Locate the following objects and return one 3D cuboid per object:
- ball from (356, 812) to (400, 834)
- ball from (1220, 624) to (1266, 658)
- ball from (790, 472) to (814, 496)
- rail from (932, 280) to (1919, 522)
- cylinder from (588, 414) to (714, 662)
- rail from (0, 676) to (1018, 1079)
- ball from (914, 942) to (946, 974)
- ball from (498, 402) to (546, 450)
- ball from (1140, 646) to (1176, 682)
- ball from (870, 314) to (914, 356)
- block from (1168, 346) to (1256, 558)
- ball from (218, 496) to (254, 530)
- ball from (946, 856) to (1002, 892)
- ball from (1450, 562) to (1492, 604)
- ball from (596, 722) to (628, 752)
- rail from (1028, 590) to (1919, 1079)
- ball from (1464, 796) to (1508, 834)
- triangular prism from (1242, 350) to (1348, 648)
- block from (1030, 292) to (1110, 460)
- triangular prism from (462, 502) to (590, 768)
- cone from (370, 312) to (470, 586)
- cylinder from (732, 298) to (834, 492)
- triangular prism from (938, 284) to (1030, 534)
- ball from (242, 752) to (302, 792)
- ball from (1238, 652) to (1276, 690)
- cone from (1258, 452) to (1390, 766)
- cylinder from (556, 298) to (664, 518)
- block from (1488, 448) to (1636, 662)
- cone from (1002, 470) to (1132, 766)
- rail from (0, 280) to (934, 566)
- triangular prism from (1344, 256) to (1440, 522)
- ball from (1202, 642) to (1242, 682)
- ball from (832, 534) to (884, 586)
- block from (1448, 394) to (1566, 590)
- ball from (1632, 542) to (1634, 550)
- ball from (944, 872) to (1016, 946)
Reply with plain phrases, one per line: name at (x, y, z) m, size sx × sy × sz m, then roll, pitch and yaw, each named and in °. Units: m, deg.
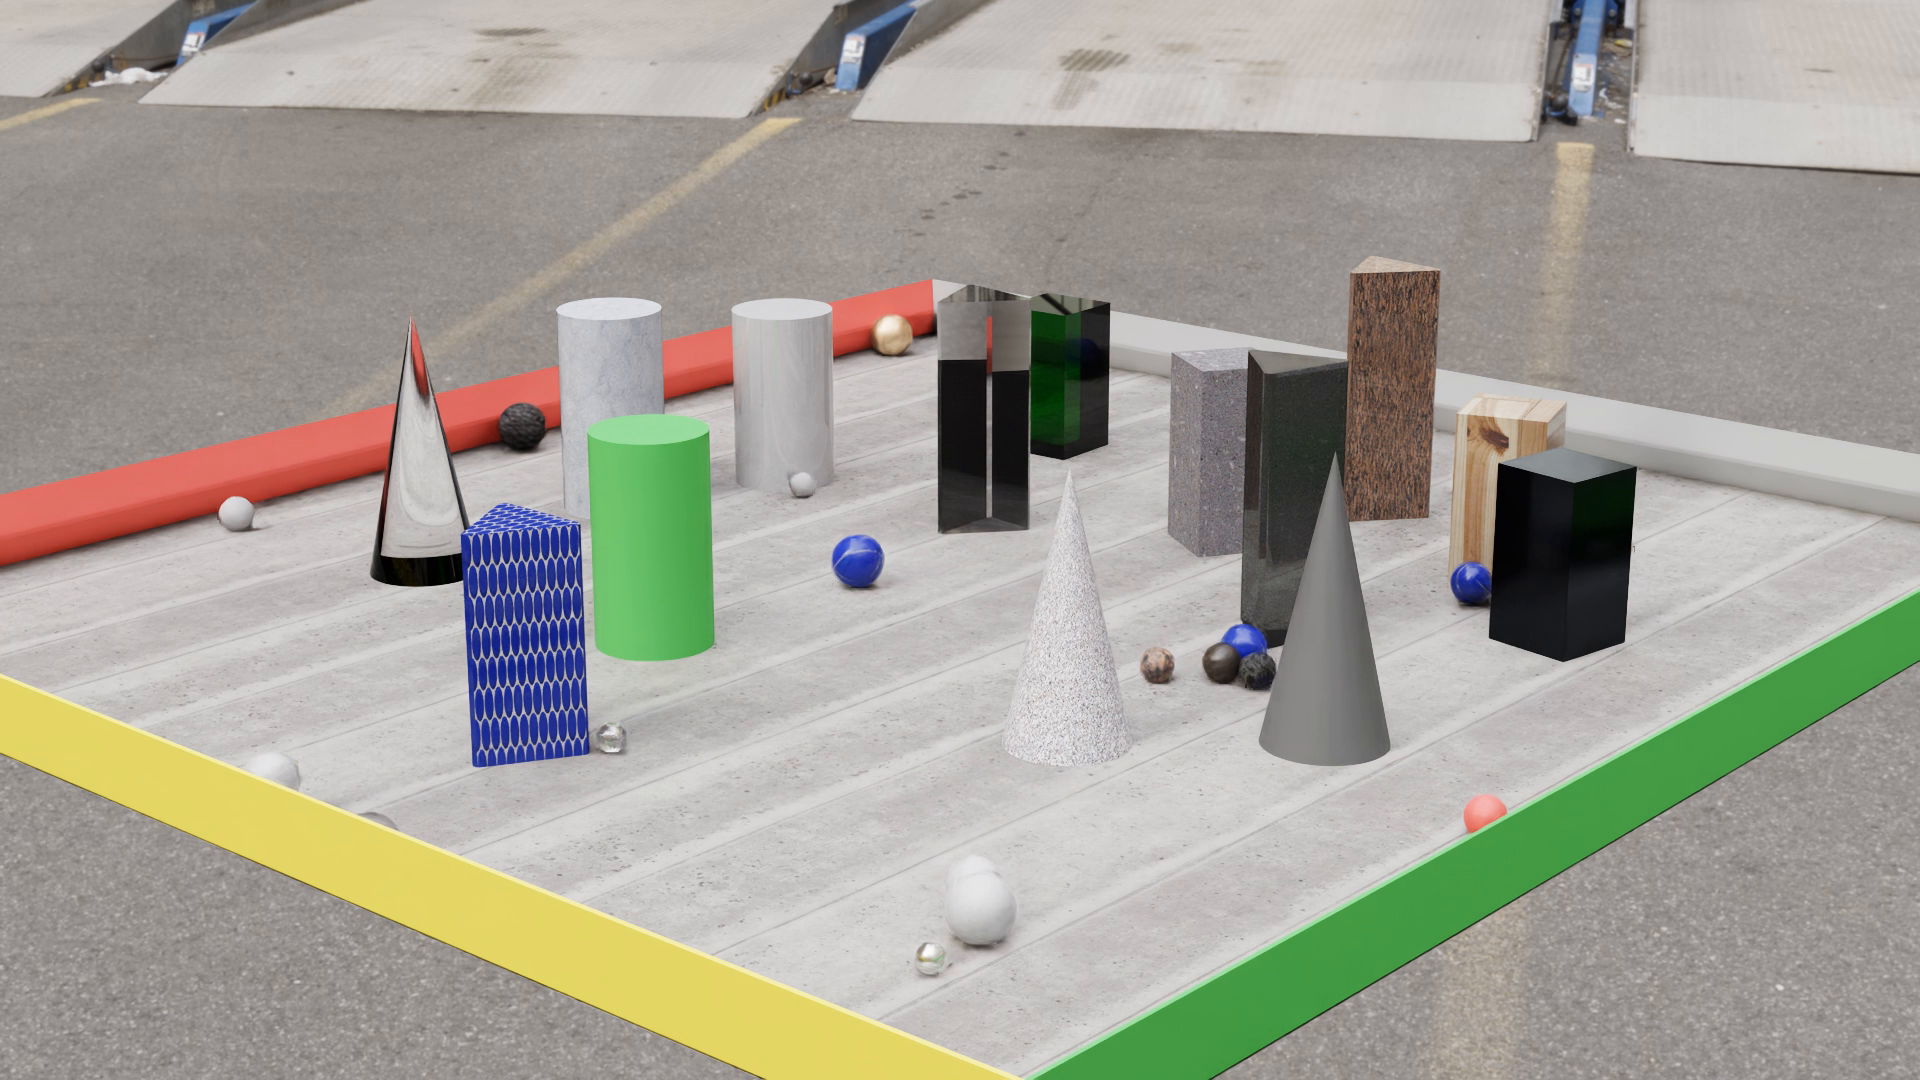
ball at (-0.795, 0.409, 3.950) m, size 0.085 × 0.085 × 0.085 m, roll 0°, pitch 17°, yaw 0°
ball at (0.459, 0.174, 4.747) m, size 0.075 × 0.075 × 0.075 m, roll 0°, pitch 17°, yaw 0°
ball at (-0.310, -0.108, 5.731) m, size 0.048 × 0.048 × 0.048 m, roll 0°, pitch 17°, yaw 0°
rail at (0.990, -0.296, 6.211) m, size 2.841 × 0.129 × 0.045 m, roll 14°, pitch 22°, yaw 39°
cylinder at (-0.508, -0.005, 4.837) m, size 0.199 × 0.366 × 0.199 m, roll 0°, pitch 17°, yaw 0°
rail at (-0.990, 0.361, 4.028) m, size 2.841 × 0.129 × 0.045 m, roll 14°, pitch 22°, yaw 39°
ball at (-0.037, 0.521, 3.653) m, size 0.041 × 0.041 × 0.041 m, roll 0°, pitch 17°, yaw 0°
ball at (-0.906, -0.235, 6.064) m, size 0.098 × 0.098 × 0.098 m, roll 0°, pitch 17°, yaw 0°
ball at (0.316, 0.199, 4.697) m, size 0.057 × 0.057 × 0.057 m, roll 0°, pitch 17°, yaw 0°
ball at (-0.160, -0.483, 6.885) m, size 0.099 × 0.099 × 0.099 m, roll 0°, pitch 17°, yaw 0°
block at (0.488, -0.163, 5.393) m, size 0.159 × 0.348 × 0.159 m, roll -5°, pitch 17°, yaw -16°
ball at (-1.360, -0.050, 5.509) m, size 0.064 × 0.064 × 0.064 m, roll 0°, pitch 17°, yaw 0°
ball at (0.019, 0.449, 3.834) m, size 0.074 × 0.074 × 0.074 m, roll 0°, pitch 17°, yaw 0°
ball at (0.886, 0.076, 5.076) m, size 0.074 × 0.074 × 0.074 m, roll 0°, pitch 17°, yaw 0°
ball at (-0.522, 0.296, 4.392) m, size 0.046 × 0.046 × 0.046 m, roll 0°, pitch 17°, yaw 0°
rail at (1.055, 0.296, 4.243) m, size 0.045 × 0.129 × 3.066 m, roll 14°, pitch 22°, yaw 39°
ball at (0.730, 0.385, 4.071) m, size 0.061 × 0.061 × 0.061 m, roll 0°, pitch 17°, yaw 0°
triangular prism at (0.524, -0.074, 4.888) m, size 0.172 × 0.469 × 0.149 m, roll -11°, pitch 20°, yaw -32°
block at (0.198, -0.339, 6.058) m, size 0.159 × 0.302 × 0.159 m, roll 13°, pitch 21°, yaw 36°
triangular prism at (-0.661, 0.136, 4.381) m, size 0.172 × 0.359 × 0.149 m, roll -6°, pitch 18°, yaw -18°
cone at (-0.961, -0.175, 5.205) m, size 0.199 × 0.479 × 0.199 m, roll 0°, pitch 17°, yaw 0°
cylinder at (-0.350, -0.288, 5.812) m, size 0.199 × 0.346 × 0.199 m, roll 0°, pitch 17°, yaw 0°
triangular prism at (0.033, -0.248, 5.512) m, size 0.172 × 0.442 × 0.149 m, roll -3°, pitch 17°, yaw -10°
ball at (-0.980, 0.343, 4.171) m, size 0.084 × 0.084 × 0.084 m, roll 0°, pitch 17°, yaw 0°
ball at (0.474, 0.207, 4.661) m, size 0.060 × 0.060 × 0.060 m, roll 0°, pitch 17°, yaw 0°
cone at (0.552, 0.087, 4.371) m, size 0.199 × 0.458 × 0.199 m, roll 0°, pitch 17°, yaw 0°
cylinder at (-0.666, -0.253, 5.618) m, size 0.199 × 0.389 × 0.199 m, roll 0°, pitch 17°, yaw 0°
block at (0.996, 0.022, 4.854) m, size 0.159 × 0.304 × 0.159 m, roll -13°, pitch 21°, yaw -38°
cone at (0.162, 0.099, 4.375) m, size 0.199 × 0.433 × 0.199 m, roll 0°, pitch 17°, yaw 0°
rail at (-1.055, -0.232, 5.997) m, size 0.045 × 0.129 × 3.066 m, roll 14°, pitch 22°, yaw 39°
triangular prism at (0.798, -0.290, 5.585) m, size 0.172 × 0.480 × 0.149 m, roll -3°, pitch 17°, yaw -9°
ball at (0.420, 0.196, 4.693) m, size 0.064 × 0.064 × 0.064 m, roll 0°, pitch 17°, yaw 0°
ball at (-0.180, 0.036, 5.175) m, size 0.094 × 0.094 × 0.094 m, roll 0°, pitch 17°, yaw 0°
block at (0.963, -0.079, 5.162) m, size 0.159 × 0.319 × 0.159 m, roll 7°, pitch 18°, yaw 22°
ball at (1.204, 0.010, 5.341) m, size 0.045 × 0.045 × 0.045 m, roll 0°, pitch 17°, yaw 0°
ball at (0.026, 0.469, 3.735) m, size 0.093 × 0.093 × 0.093 m, roll 0°, pitch 17°, yaw 0°
